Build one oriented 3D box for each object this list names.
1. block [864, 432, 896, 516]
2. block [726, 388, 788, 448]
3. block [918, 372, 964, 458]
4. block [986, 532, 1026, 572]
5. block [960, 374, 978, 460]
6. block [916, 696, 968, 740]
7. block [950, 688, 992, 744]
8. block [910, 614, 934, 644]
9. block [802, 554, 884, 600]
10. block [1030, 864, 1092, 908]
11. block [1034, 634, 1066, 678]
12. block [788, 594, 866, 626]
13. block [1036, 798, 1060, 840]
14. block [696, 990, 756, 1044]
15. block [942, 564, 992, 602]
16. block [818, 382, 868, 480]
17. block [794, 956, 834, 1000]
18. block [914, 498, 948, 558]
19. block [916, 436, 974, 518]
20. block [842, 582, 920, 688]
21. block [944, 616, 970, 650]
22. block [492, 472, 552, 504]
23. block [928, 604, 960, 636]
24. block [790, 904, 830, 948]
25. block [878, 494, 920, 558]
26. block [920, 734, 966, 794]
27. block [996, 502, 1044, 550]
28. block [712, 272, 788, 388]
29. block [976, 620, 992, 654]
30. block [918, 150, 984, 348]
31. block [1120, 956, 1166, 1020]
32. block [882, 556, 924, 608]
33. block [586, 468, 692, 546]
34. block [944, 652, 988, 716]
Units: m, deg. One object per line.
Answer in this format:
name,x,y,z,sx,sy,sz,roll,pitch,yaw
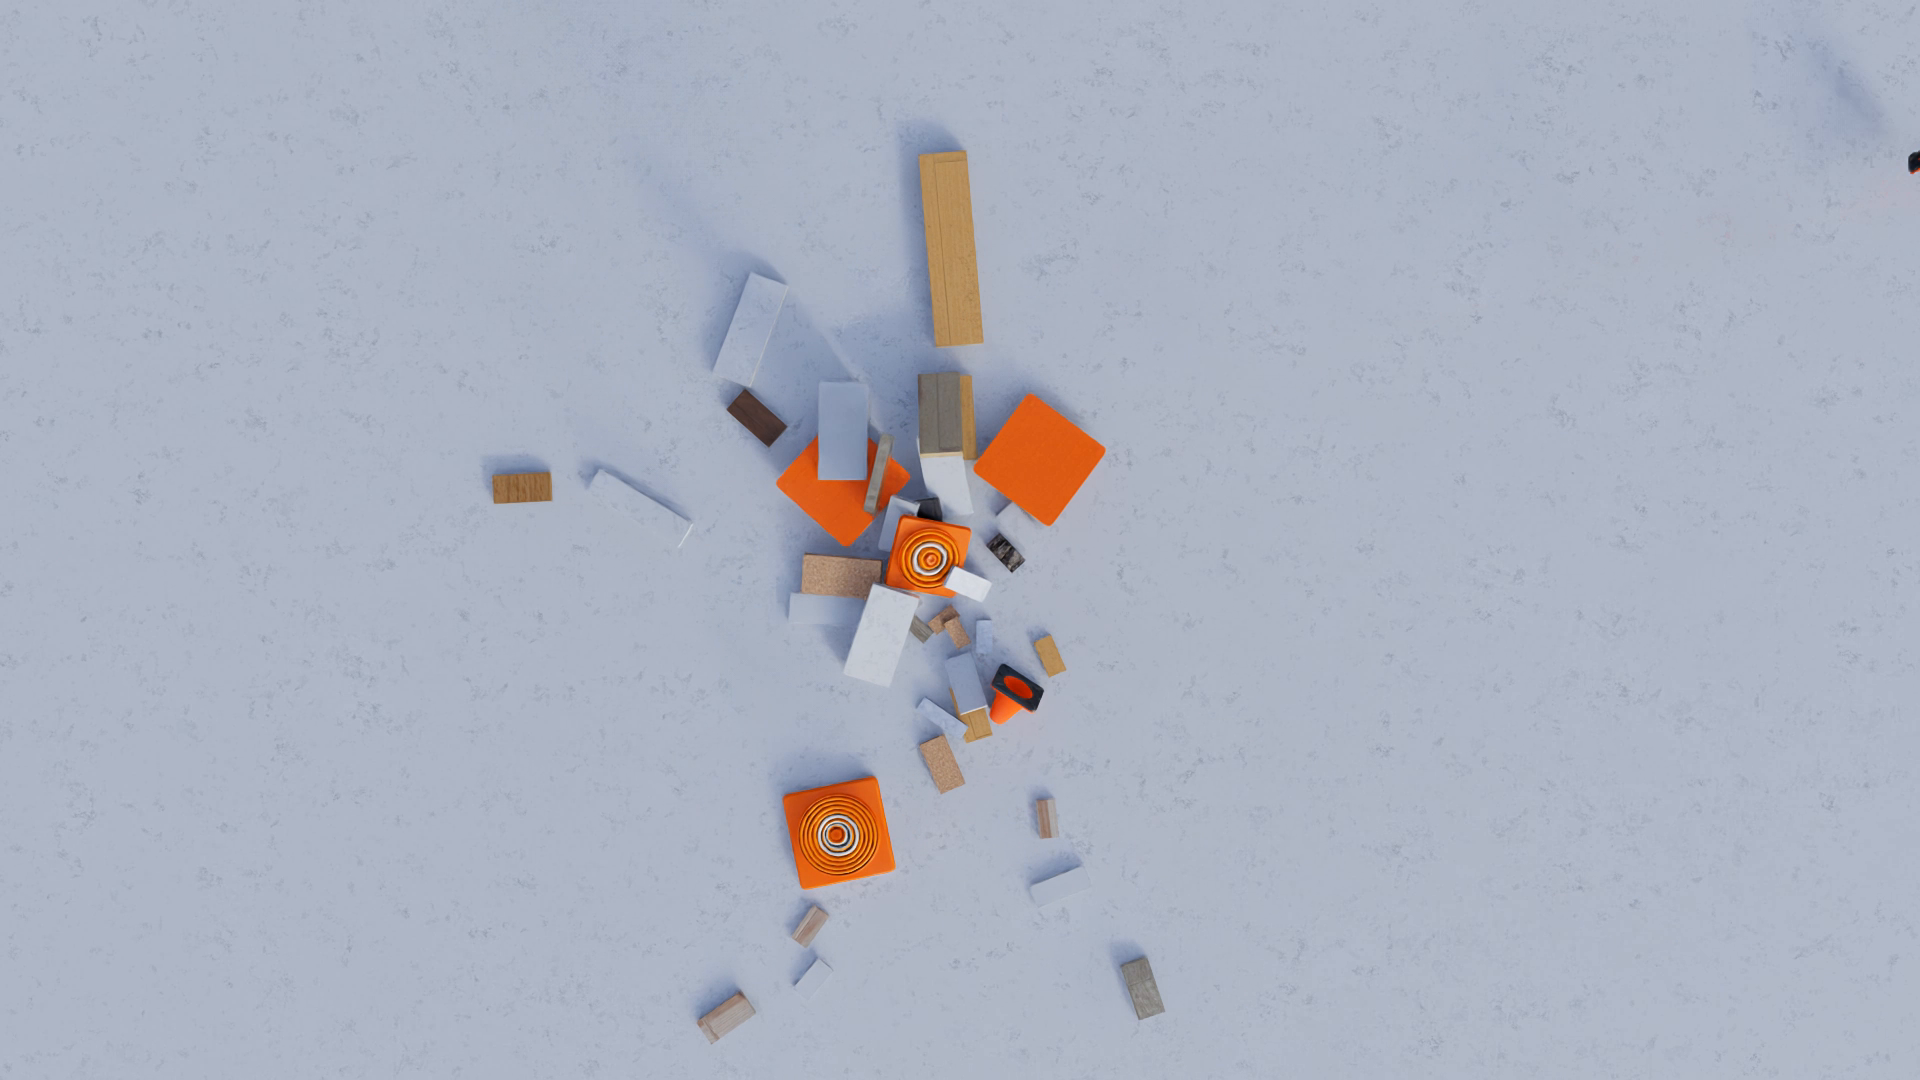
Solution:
block,-0.263,-0.213,5.378,0.037,0.130,0.260,13,88,2
block,-0.674,-0.404,5.487,0.189,0.027,0.095,42,90,0
block,-0.064,-0.410,5.399,0.140,0.040,0.279,-3,73,4
block,0.153,0.043,5.491,0.063,0.018,0.127,-44,90,0
block,-0.021,-0.402,5.480,0.139,0.040,0.279,-4,90,0
block,-0.058,0.592,5.476,0.177,0.015,0.054,34,99,8
block,0.037,0.572,5.487,0.094,0.027,0.188,-17,90,0
block,-0.142,0.292,5.493,0.102,0.014,0.051,43,90,0
block,-0.391,0.122,5.464,0.260,0.037,0.130,5,94,6
block,0.336,1.152,5.489,0.195,0.022,0.076,-22,90,0
block,0.300,0.387,5.491,0.063,0.018,0.127,-24,90,0
block,-0.420,0.234,5.487,0.292,0.027,0.095,4,90,0
block,0.291,0.928,5.491,0.063,0.018,0.127,-6,90,0
block,-0.777,1.588,5.487,0.178,0.025,0.089,-35,90,0
block,0.025,0.145,5.452,0.152,0.022,0.076,24,98,-26
block,-0.383,-0.357,5.414,0.160,0.045,0.320,0,89,0
block,-0.488,1.461,5.491,0.065,0.018,0.131,41,90,0
block,-0.102,-0.041,5.455,0.096,0.027,0.192,-7,105,9
block,-0.051,-0.216,5.450,0.140,0.040,0.279,-11,102,1
block,-0.261,0.312,5.440,0.160,0.045,0.320,18,100,-7
block,-0.009,0.308,5.484,0.051,0.014,0.102,-29,99,-2
block,-1.455,-0.172,5.487,0.189,0.027,0.095,-3,90,0
block,-0.054,0.265,5.493,0.102,0.014,0.051,-40,90,0
block,-0.499,1.286,5.491,0.065,0.018,0.131,36,90,0
block,-0.203,-0.046,5.446,0.096,0.027,0.192,19,111,10
block,-0.058,0.745,5.487,0.089,0.025,0.178,-24,90,0
block,0.199,-0.048,5.489,0.076,0.022,0.152,-44,90,0
block,-0.697,-0.698,5.482,0.130,0.037,0.360,21,90,0
block,0.081,0.321,5.492,0.054,0.015,0.109,1,90,0
block,-0.029,-0.964,5.477,0.160,0.045,0.638,-5,90,0
block,0.608,1.491,5.487,0.094,0.027,0.188,-19,90,0
block,-0.213,0.157,5.486,0.096,0.027,0.192,-33,90,0
block,-1.066,-0.108,5.487,0.359,0.025,0.089,31,90,0
block,0.019,0.475,5.461,0.094,0.027,0.188,-18,74,0
